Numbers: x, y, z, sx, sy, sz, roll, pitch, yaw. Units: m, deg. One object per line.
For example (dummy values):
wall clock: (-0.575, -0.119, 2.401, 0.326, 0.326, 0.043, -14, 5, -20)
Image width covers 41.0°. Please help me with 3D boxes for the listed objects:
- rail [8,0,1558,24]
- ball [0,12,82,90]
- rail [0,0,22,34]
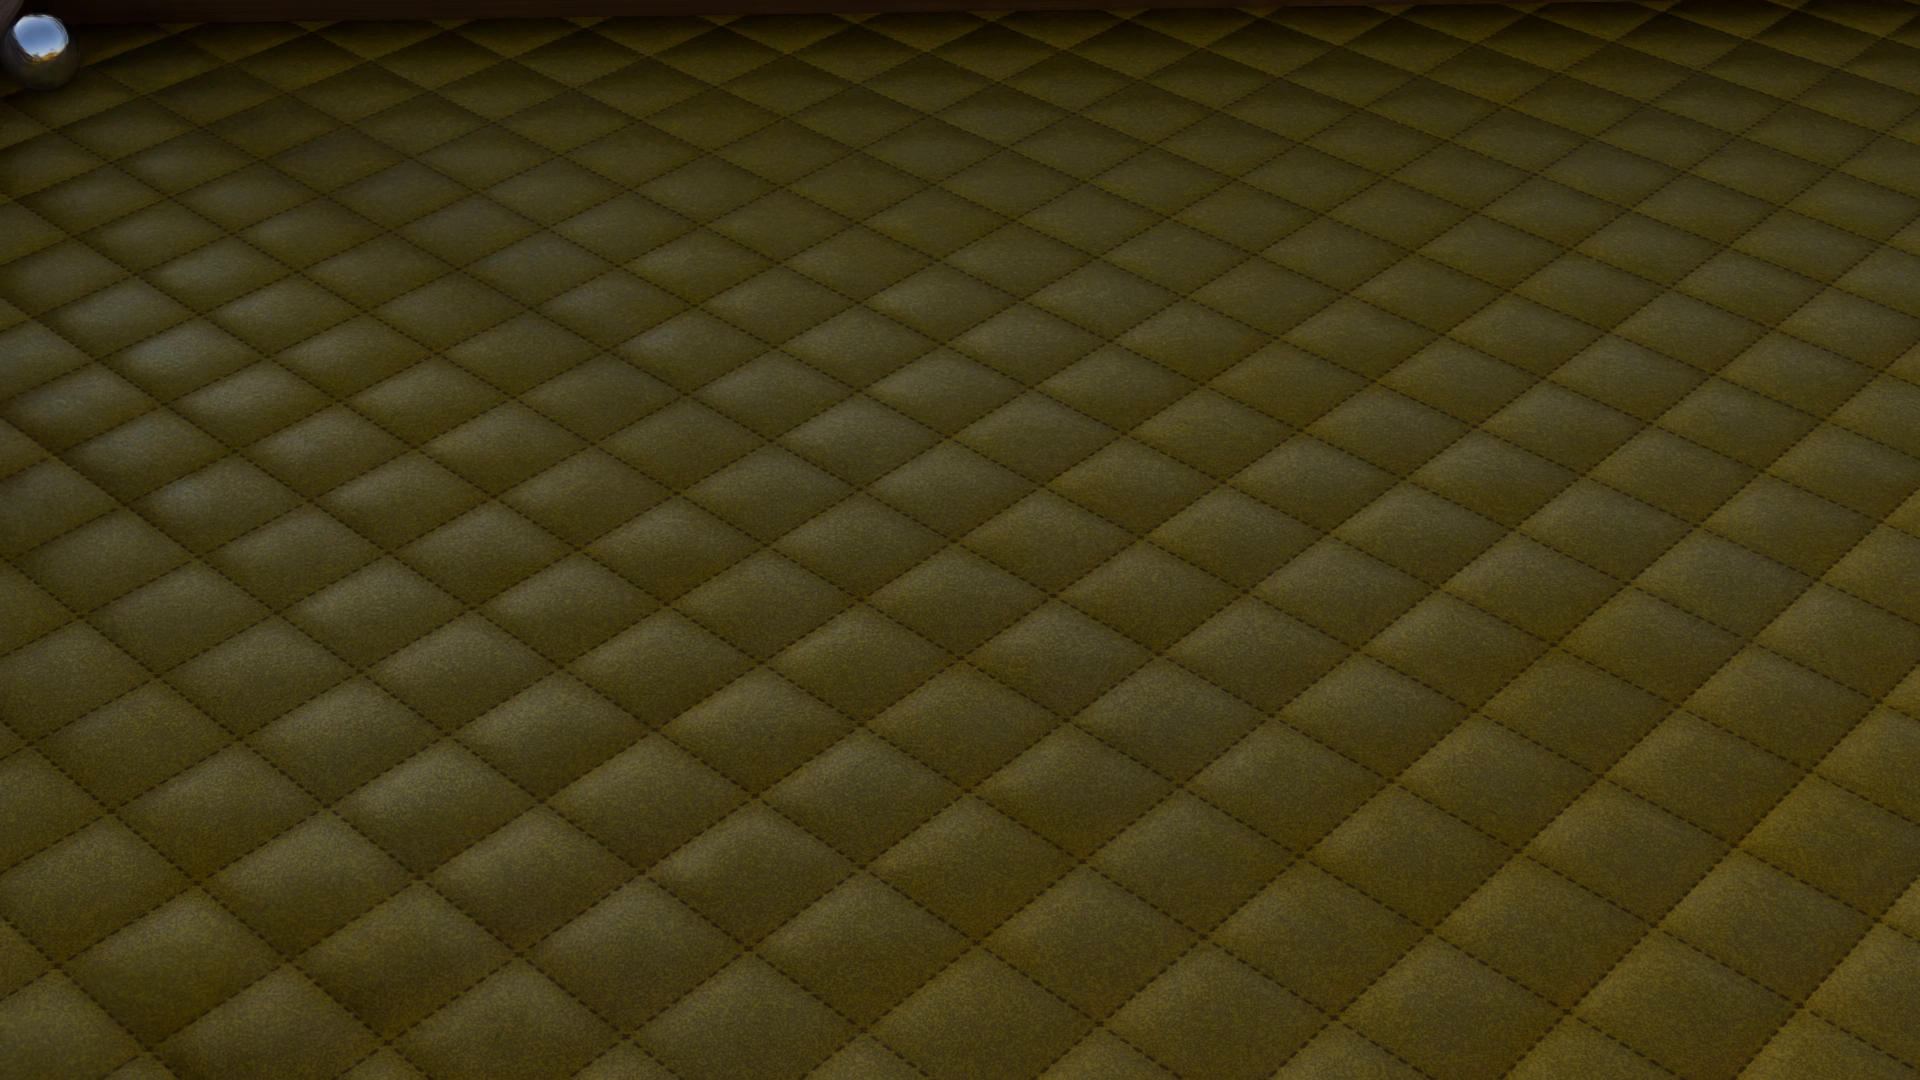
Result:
rail: (0.822, -0.539, 2.366, 3.414, 0.102, 0.045, -1, 36, -2)
ball: (-0.804, -0.428, 2.244, 0.067, 0.067, 0.067, 0, 36, 0)
rail: (-0.829, 0.004, 1.619, 0.045, 0.102, 1.778, -1, 36, -2)
